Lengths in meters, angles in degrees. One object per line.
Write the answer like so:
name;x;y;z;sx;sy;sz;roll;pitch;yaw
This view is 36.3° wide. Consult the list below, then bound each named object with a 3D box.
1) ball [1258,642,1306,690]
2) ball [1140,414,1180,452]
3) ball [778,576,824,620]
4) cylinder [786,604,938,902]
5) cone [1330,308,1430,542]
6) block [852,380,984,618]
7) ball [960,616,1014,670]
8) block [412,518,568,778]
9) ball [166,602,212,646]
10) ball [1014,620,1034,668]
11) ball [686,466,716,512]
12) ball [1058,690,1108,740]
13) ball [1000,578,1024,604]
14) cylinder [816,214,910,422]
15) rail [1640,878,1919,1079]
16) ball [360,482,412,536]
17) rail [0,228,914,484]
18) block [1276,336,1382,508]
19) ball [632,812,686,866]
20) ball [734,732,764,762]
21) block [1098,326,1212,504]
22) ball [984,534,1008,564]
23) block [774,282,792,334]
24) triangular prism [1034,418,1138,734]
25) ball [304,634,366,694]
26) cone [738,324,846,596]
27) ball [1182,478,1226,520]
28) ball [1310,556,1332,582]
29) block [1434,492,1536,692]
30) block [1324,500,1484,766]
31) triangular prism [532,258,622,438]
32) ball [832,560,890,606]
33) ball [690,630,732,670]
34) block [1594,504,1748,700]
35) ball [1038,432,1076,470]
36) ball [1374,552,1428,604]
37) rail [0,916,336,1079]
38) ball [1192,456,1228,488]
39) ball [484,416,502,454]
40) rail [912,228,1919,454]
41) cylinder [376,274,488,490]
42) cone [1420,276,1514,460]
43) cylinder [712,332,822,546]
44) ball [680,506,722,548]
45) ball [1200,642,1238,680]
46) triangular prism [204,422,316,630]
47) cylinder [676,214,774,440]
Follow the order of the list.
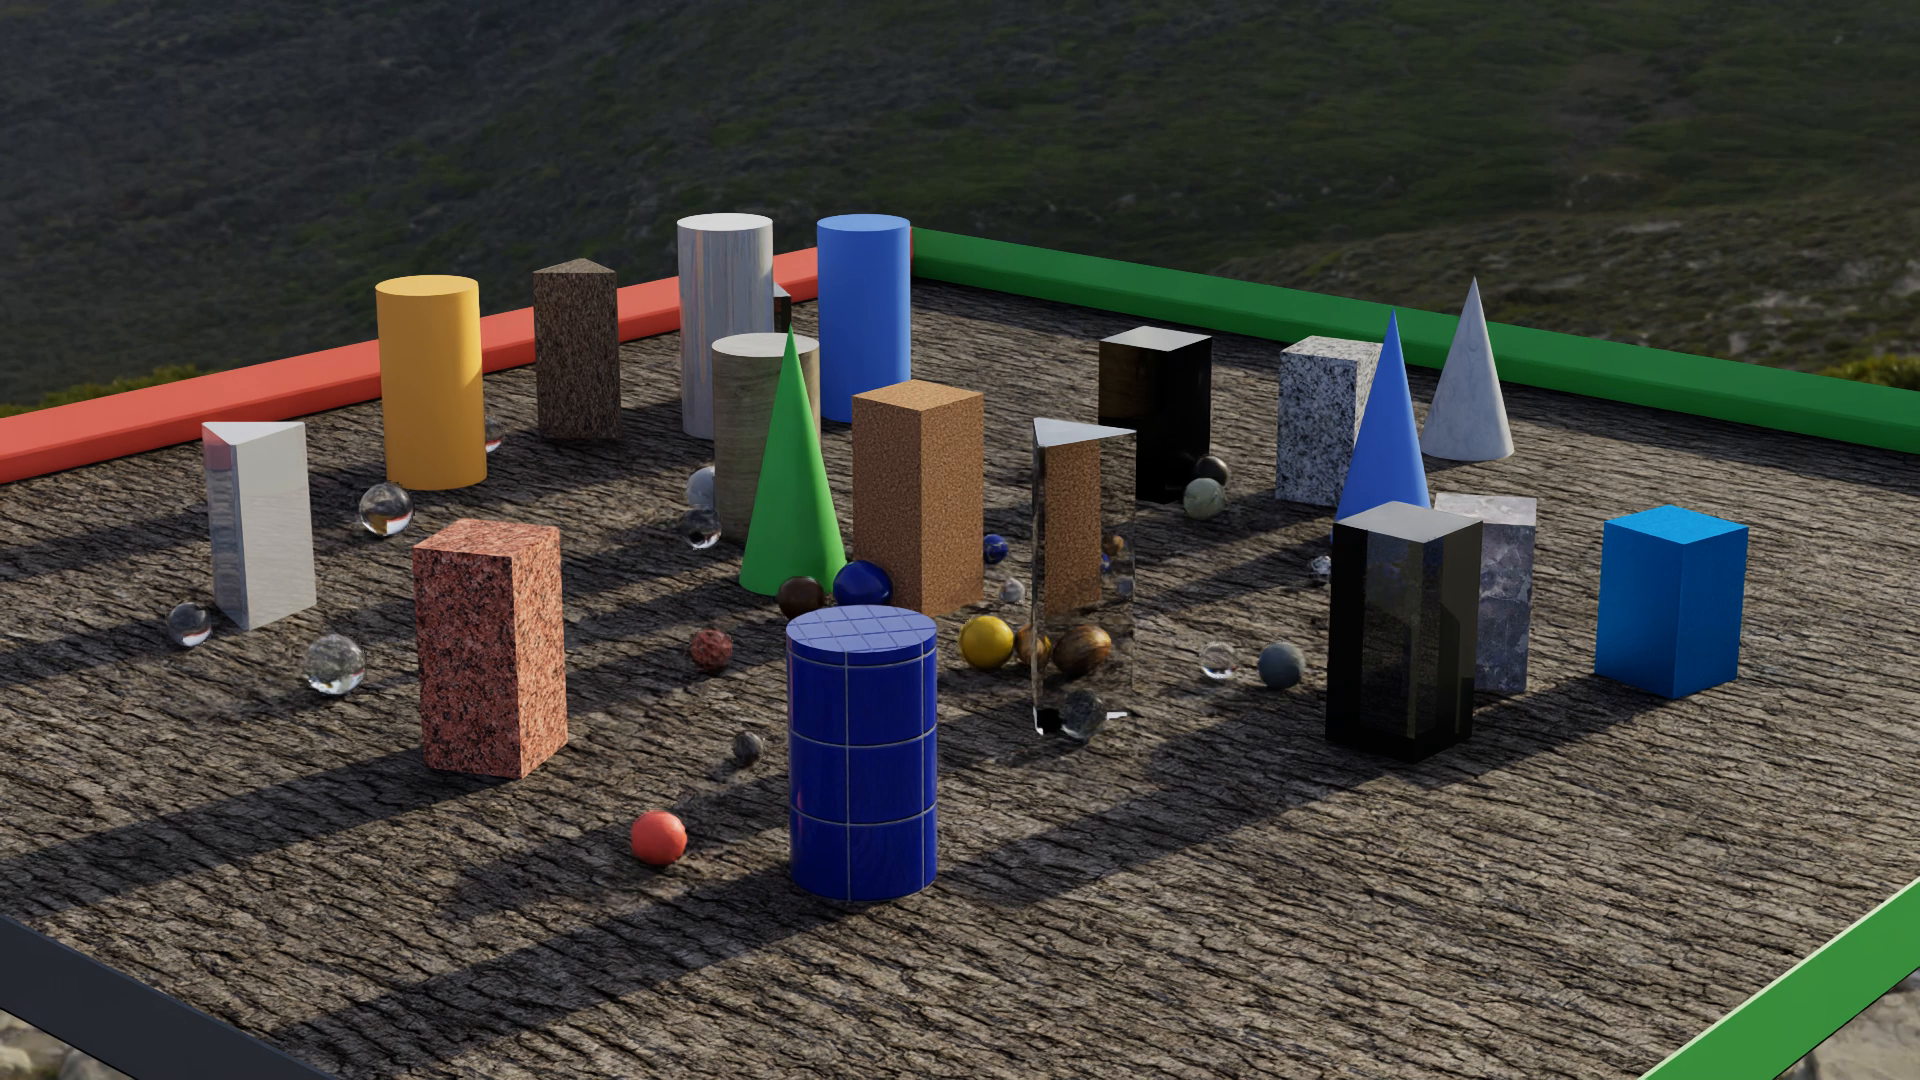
ball;0.511;0.200;4.660;0.076;0.076;0.076;0;17;0
ball;0.411;-0.221;6.047;0.081;0.081;0.081;0;17;0
ball;-0.270;0.100;4.985;0.080;0.080;0.080;0;17;0
cylinder;-0.130;0.283;3.913;0.199;0.348;0.199;0;17;0
cone;0.788;-0.212;5.389;0.199;0.444;0.199;0;17;0
block;-0.072;-0.071;5.049;0.159;0.370;0.159;14;22;39
ball;0.044;0.167;4.745;0.089;0.089;0.089;0;17;0
block;-0.693;0.159;4.339;0.159;0.340;0.159;5;18;17
ball;-1.279;0.140;4.863;0.073;0.073;0.073;0;17;0
ball;0.128;0.169;4.760;0.077;0.077;0.077;0;17;0
ball;-0.472;-0.091;5.584;0.099;0.099;0.099;0;17;0
ball;0.186;0.264;4.447;0.075;0.075;0.075;0;17;0
ball;0.091;0.088;5.088;0.042;0.042;0.042;0;17;0
cylinder;-0.206;-0.478;6.319;0.199;0.417;0.199;0;17;0
rail;1.425;0.389;3.935;0.045;0.129;4.015;14;22;39
ball;-1.072;-0.058;5.476;0.098;0.098;0.098;0;17;0
rail;-1.425;-0.325;6.305;0.045;0.129;4.015;14;22;39
block;0.724;-0.231;5.711;0.159;0.294;0.159;9;19;28
ball;-0.408;0.405;3.981;0.074;0.074;0.074;0;17;0
ball;-0.314;0.308;4.353;0.045;0.045;0.045;0;17;0
block;0.381;-0.246;5.745;0.159;0.304;0.159;12;21;35
ball;0.060;0.016;5.306;0.055;0.055;0.055;0;17;0
block;-0.465;-0.429;6.453;0.159;0.245;0.159;-5;17;-15
triangular prism;0.155;0.047;4.513;0.172;0.453;0.149;-10;19;-30
ball;-0.988;0.197;4.634;0.096;0.096;0.096;0;17;0
cone;-0.294;-0.154;5.152;0.199;0.469;0.199;0;17;0
ball;0.464;-0.078;5.572;0.082;0.082;0.082;0;17;0
ball;0.645;0.052;5.203;0.046;0.046;0.046;0;17;0
block;0.836;0.082;4.704;0.159;0.275;0.159;3;17;11
block;0.666;0.137;4.405;0.159;0.344;0.159;15;22;40
triangular prism;-0.800;-0.407;6.193;0.172;0.353;0.149;0;17;0
ball;-0.168;0.084;5.004;0.099;0.099;0.099;0;17;0
ball;-0.403;0.178;4.748;0.067;0.067;0.067;0;17;0
block;1.137;0.097;4.690;0.159;0.255;0.159;-13;21;-36
ball;0.197;-0.180;5.920;0.076;0.076;0.076;0;17;0
ball;0.762;0.066;5.076;0.091;0.091;0.091;0;17;0
rail;-1.301;0.464;3.685;3.822;0.129;0.045;14;22;39
ball;0.489;-0.128;5.730;0.072;0.072;0.072;0;17;0
ball;-0.981;-0.216;6.040;0.076;0.076;0.076;0;17;0
rail;1.301;-0.400;6.554;3.822;0.129;0.045;14;22;39
cylinder;-1.048;-0.313;5.817;0.199;0.391;0.199;0;17;0
cone;1.050;-0.366;6.034;0.199;0.367;0.199;0;17;0
cylinder;-0.358;-0.188;5.455;0.199;0.360;0.199;0;17;0
ball;-0.477;-0.023;5.396;0.078;0.078;0.078;0;17;0
ball;0.417;0.193;4.707;0.061;0.061;0.061;0;17;0
triangular prism;-1.225;-0.034;5.006;0.149;0.324;0.172;10;19;29
cylinder;-0.491;-0.451;6.182;0.199;0.444;0.199;0;17;0
